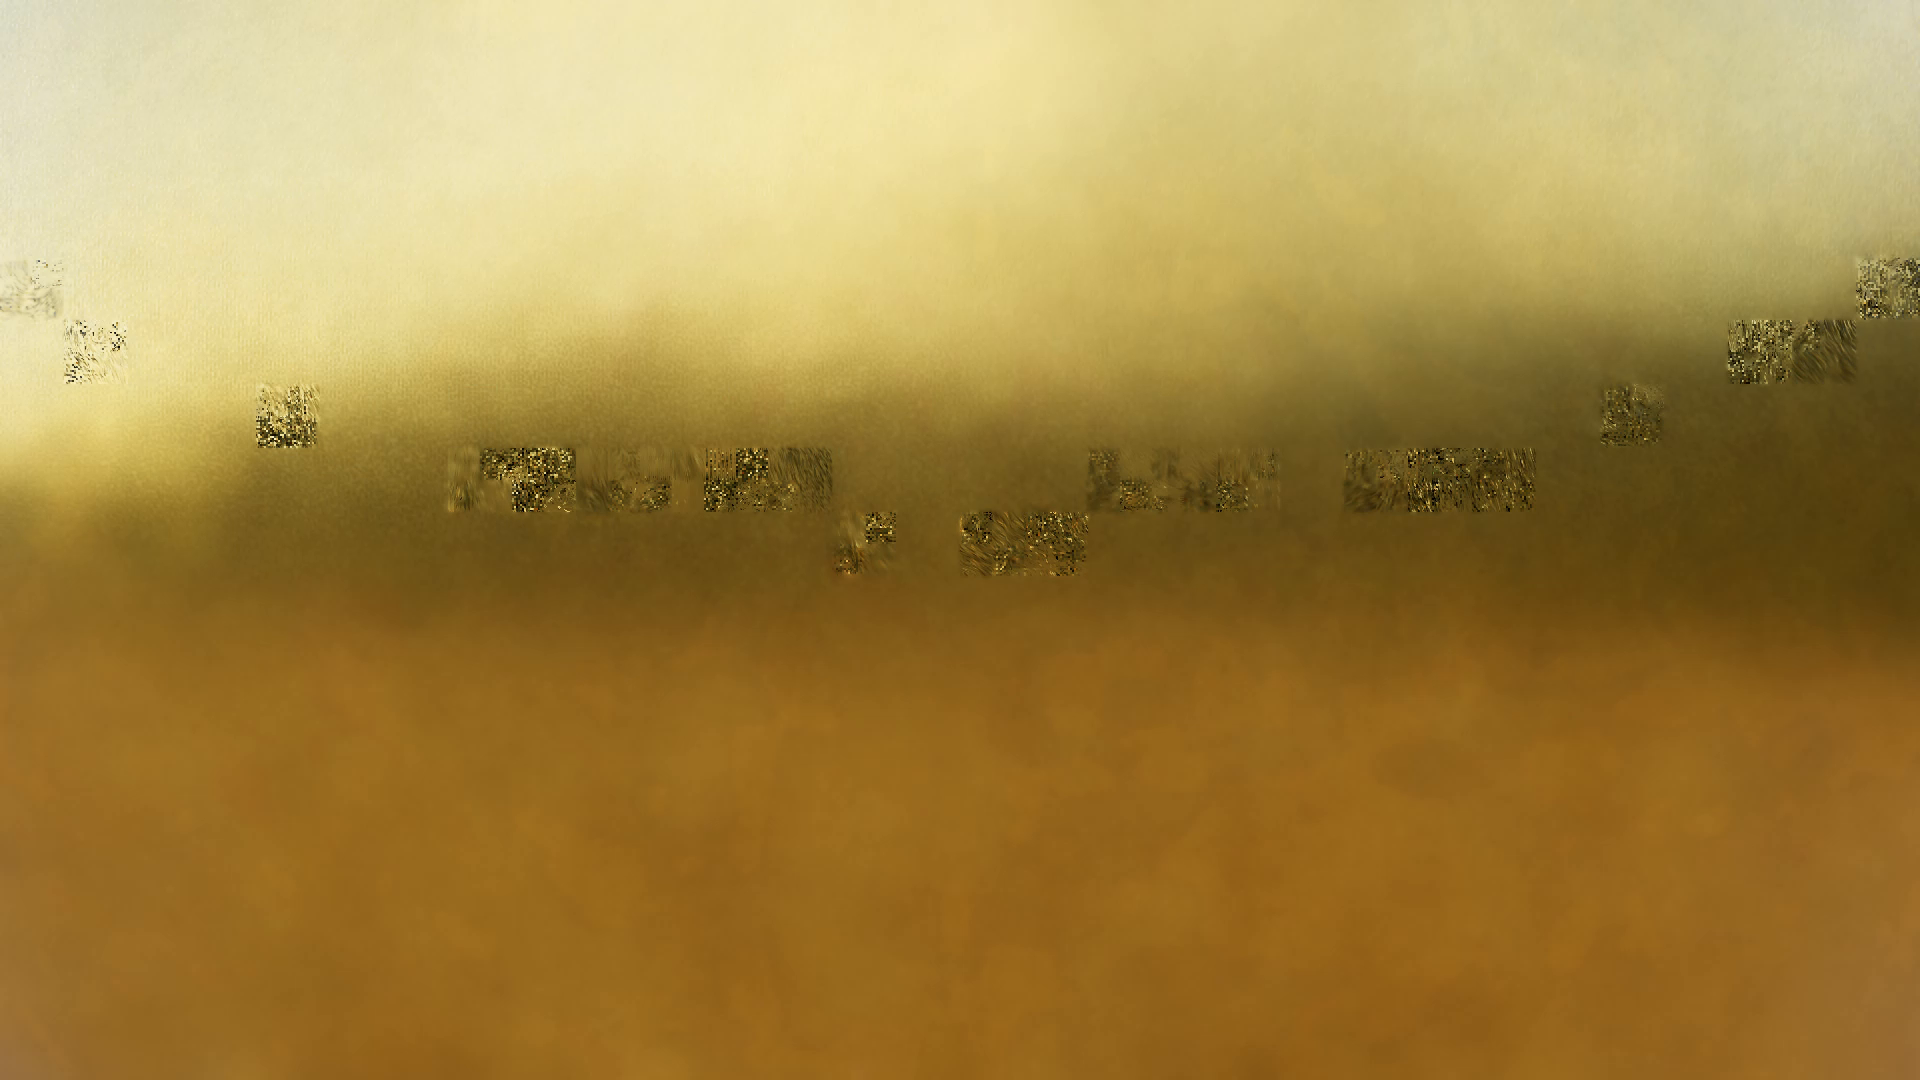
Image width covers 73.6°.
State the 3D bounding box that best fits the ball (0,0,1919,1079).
[{"bbox_3d":[0.000,-0.002,0.056,0.080,0.080,0.080,0,4,0],"label":"ball"}]
